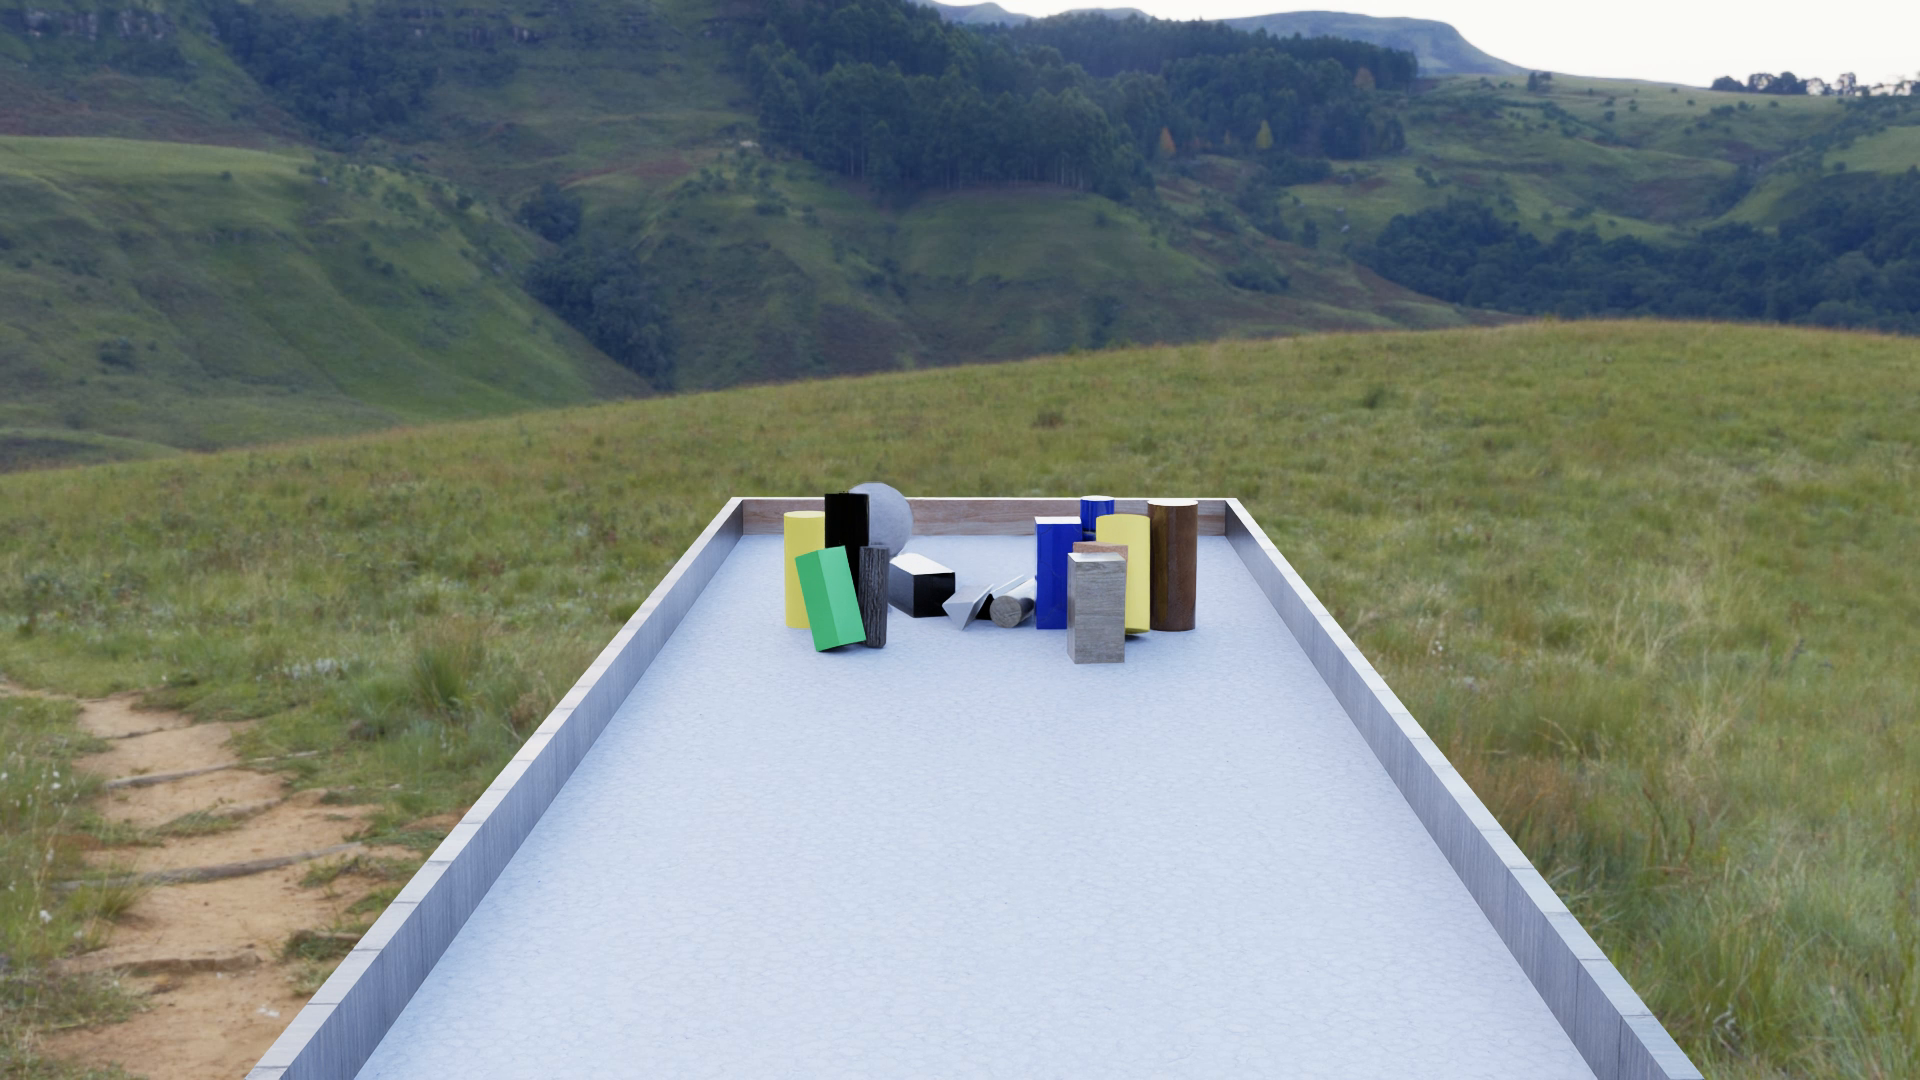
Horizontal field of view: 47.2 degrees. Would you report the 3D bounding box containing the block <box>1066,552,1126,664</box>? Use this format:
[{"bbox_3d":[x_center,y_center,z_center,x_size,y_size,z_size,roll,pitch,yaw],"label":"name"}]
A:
[{"bbox_3d":[0.414,0.206,6.704,0.153,0.314,0.153,-1,9,-6],"label":"block"}]

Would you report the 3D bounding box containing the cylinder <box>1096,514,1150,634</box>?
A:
[{"bbox_3d":[0.521,0.111,7.037,0.173,0.362,0.173,1,-9,0],"label":"cylinder"}]

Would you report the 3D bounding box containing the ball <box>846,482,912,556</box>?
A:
[{"bbox_3d":[-0.334,-0.068,8.463,0.306,0.306,0.306,0,9,0],"label":"ball"}]

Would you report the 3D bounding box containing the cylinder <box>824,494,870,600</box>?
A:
[{"bbox_3d":[-0.358,0.082,6.972,0.143,0.459,0.143,0,1,0],"label":"cylinder"}]

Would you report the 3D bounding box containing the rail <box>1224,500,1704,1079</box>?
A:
[{"bbox_3d":[1.046,0.843,3.208,0.050,0.150,12.000,0,9,1],"label":"rail"}]

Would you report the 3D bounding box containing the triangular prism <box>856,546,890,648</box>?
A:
[{"bbox_3d":[-0.254,0.175,6.903,0.100,0.306,0.087,6,6,35],"label":"triangular prism"}]

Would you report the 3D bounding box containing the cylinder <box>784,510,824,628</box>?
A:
[{"bbox_3d":[-0.501,0.097,7.226,0.151,0.367,0.151,0,9,0],"label":"cylinder"}]

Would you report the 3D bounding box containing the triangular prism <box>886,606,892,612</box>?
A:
[{"bbox_3d":[-0.364,0.156,7.613,0.142,0.123,0.405,-3,10,-19],"label":"triangular prism"}]

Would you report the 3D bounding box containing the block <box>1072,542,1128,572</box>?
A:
[{"bbox_3d":[0.431,0.171,6.878,0.123,0.320,0.123,8,7,42],"label":"block"}]

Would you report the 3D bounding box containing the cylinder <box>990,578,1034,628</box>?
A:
[{"bbox_3d":[0.201,0.210,7.339,0.109,0.109,0.336,3,9,18],"label":"cylinder"}]

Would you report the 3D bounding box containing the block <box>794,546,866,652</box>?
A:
[{"bbox_3d":[-0.403,0.182,6.833,0.113,0.301,0.113,-9,-6,-45],"label":"block"}]

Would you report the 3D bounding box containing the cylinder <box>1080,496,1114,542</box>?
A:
[{"bbox_3d":[0.450,0.069,7.246,0.112,0.416,0.112,0,9,0],"label":"cylinder"}]

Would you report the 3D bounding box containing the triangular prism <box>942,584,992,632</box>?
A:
[{"bbox_3d":[0.043,0.201,7.297,0.091,0.106,0.345,-35,1,15],"label":"triangular prism"}]

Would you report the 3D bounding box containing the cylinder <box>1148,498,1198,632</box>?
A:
[{"bbox_3d":[0.691,0.081,7.179,0.163,0.413,0.163,0,9,0],"label":"cylinder"}]

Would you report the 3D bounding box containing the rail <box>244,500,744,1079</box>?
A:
[{"bbox_3d":[-1.004,0.839,3.234,0.050,0.150,12.000,0,9,1],"label":"rail"}]

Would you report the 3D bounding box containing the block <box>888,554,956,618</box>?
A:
[{"bbox_3d":[-0.152,0.155,7.557,0.149,0.149,0.403,-3,10,-19],"label":"block"}]

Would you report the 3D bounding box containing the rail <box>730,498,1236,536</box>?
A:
[{"bbox_3d":[0.099,-0.098,9.147,2.100,0.150,0.050,0,9,1],"label":"rail"}]

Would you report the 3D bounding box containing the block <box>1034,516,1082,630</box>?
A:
[{"bbox_3d":[0.322,0.108,7.215,0.146,0.349,0.146,0,9,-1],"label":"block"}]

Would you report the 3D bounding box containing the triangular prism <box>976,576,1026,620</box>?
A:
[{"bbox_3d":[0.159,0.193,7.489,0.103,0.089,0.368,3,9,18],"label":"triangular prism"}]
